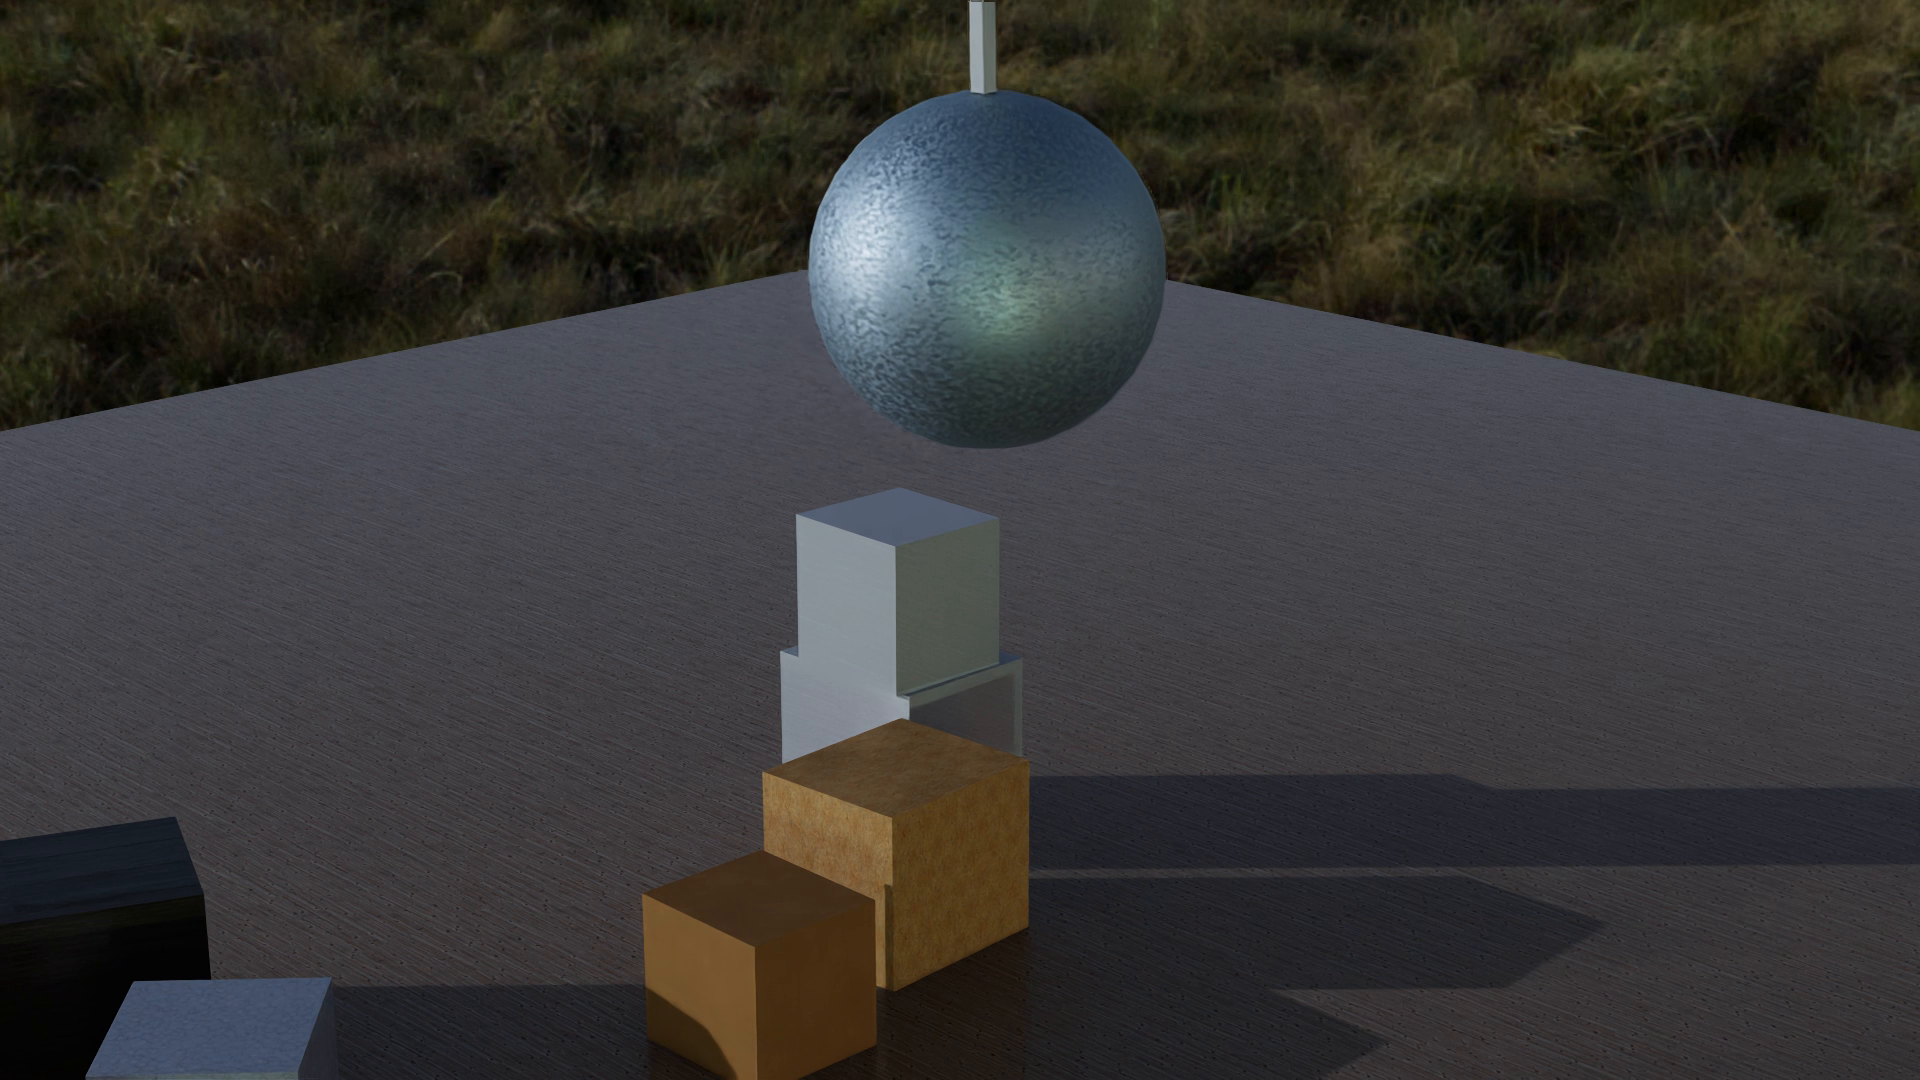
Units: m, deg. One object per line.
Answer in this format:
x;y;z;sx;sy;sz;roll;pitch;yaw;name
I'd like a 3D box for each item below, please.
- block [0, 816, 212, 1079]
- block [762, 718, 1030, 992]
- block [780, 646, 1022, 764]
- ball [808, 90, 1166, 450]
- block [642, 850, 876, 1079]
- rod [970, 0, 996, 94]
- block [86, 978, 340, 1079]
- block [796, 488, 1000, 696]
-3.498;1.678;11.708;0.884;0.778;0.832;-7;19;-21;block
-0.272;1.348;12.738;0.763;0.789;0.868;15;23;40;block
-0.277;0.944;13.921;0.739;0.851;0.875;-17;24;-42;block
0.120;-1.204;13.089;1.600;1.600;1.600;0;17;0;ball
-0.804;1.727;11.785;0.627;0.639;0.695;-16;24;-42;block
0.052;-4.426;12.005;0.080;5.200;0.080;17;26;42;rod
-2.679;2.068;10.616;0.728;0.689;0.744;-1;17;-2;block
-0.287;0.229;13.590;0.644;0.712;0.682;-16;23;-41;block
